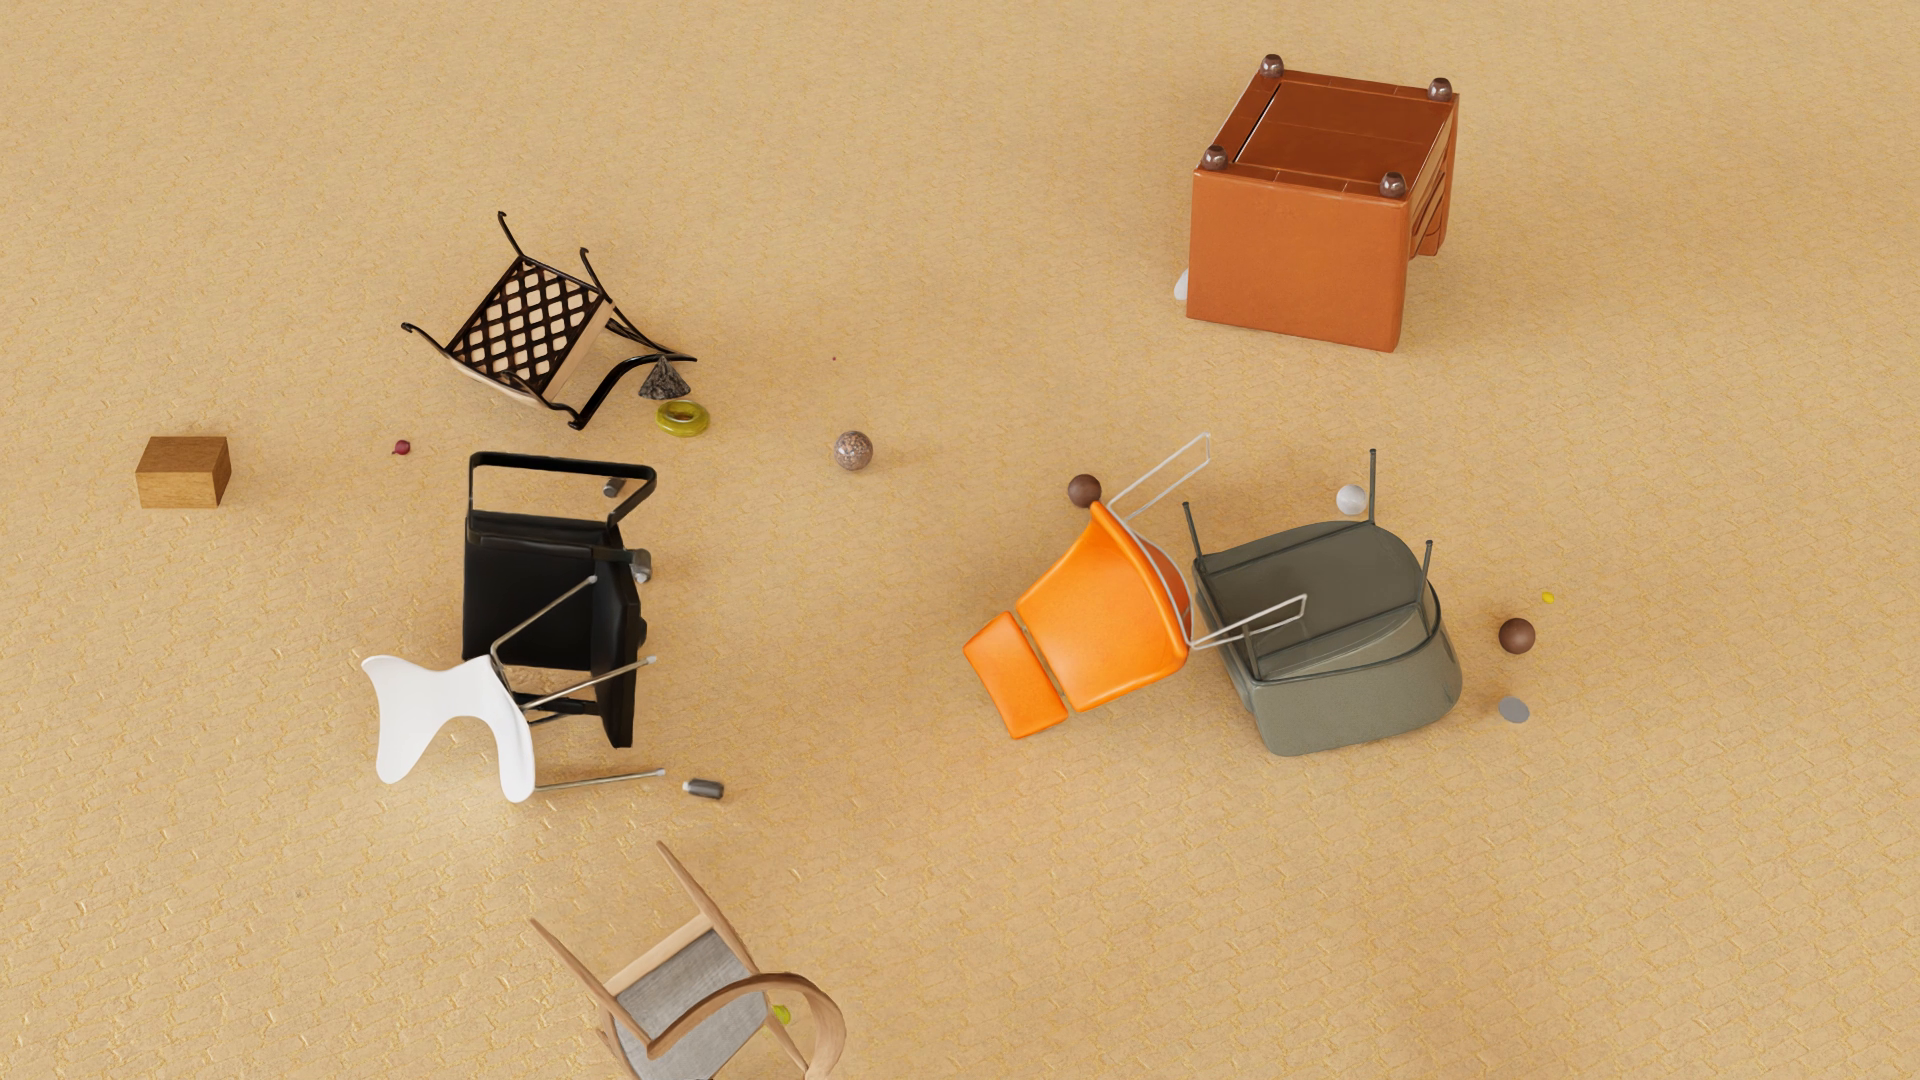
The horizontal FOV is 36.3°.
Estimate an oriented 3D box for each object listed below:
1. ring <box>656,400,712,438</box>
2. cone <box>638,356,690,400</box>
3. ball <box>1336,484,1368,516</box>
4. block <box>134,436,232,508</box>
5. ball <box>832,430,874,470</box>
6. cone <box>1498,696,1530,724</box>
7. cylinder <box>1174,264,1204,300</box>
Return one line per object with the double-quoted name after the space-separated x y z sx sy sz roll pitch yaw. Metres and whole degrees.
-1.098 -0.482 11.620 0.216 0.062 0.261 -14 35 -22 "ring"
-1.195 -0.673 11.810 0.215 0.171 0.133 -4 34 -7 "cone"
1.480 -0.152 11.067 0.119 0.119 0.119 0 33 0 "ball"
-2.961 -0.258 11.189 0.289 0.162 0.261 0 33 0 "block"
-0.412 -0.345 11.326 0.157 0.157 0.157 0 33 0 "ball"
1.867 0.581 10.022 0.135 0.085 0.086 21 -11 -24 "cone"
0.977 -1.100 12.489 0.084 0.153 0.090 36 38 -2 "cylinder"
